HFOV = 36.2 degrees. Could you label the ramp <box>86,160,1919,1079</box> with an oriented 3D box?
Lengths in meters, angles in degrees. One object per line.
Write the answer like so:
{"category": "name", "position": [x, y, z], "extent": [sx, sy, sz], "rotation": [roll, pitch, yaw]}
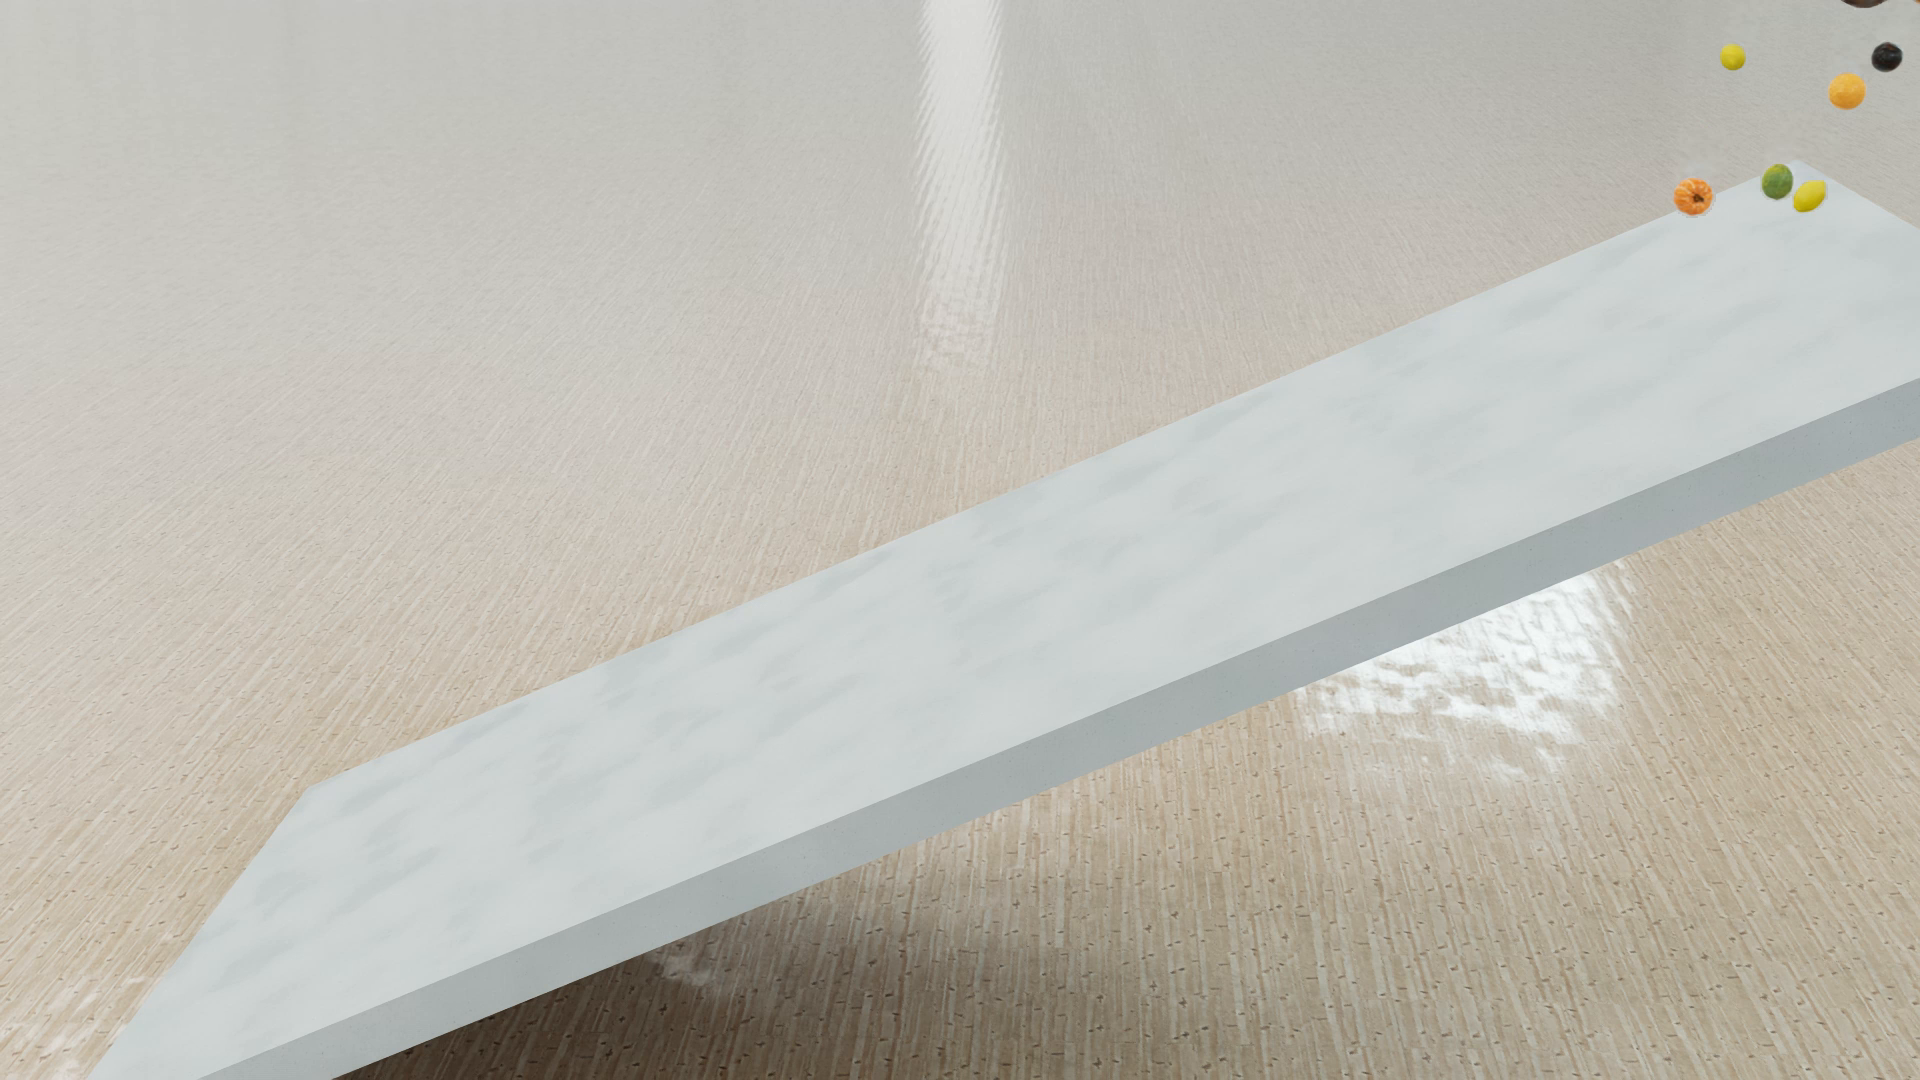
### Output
{"category": "ramp", "position": [0.132, 0.170, 6.284], "extent": [4.000, 0.100, 2.000], "rotation": [-23, 13, 8]}
